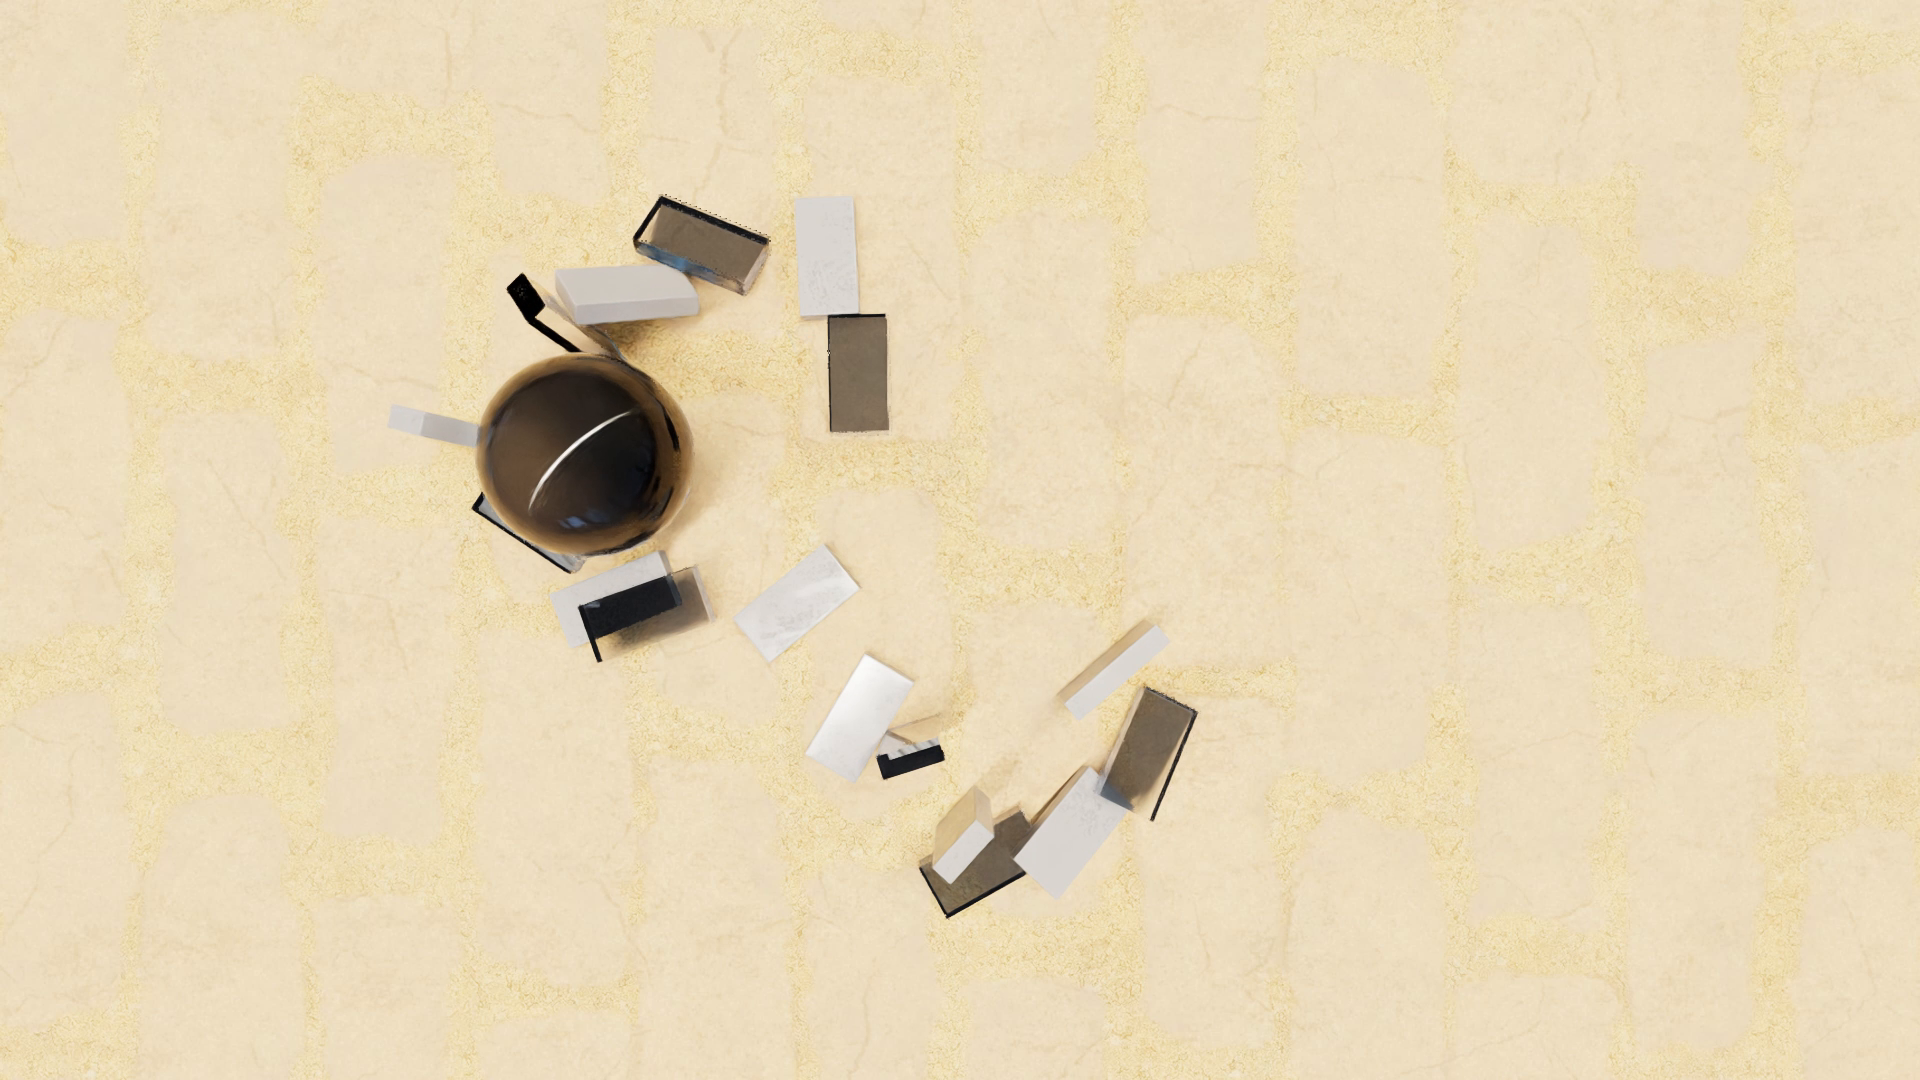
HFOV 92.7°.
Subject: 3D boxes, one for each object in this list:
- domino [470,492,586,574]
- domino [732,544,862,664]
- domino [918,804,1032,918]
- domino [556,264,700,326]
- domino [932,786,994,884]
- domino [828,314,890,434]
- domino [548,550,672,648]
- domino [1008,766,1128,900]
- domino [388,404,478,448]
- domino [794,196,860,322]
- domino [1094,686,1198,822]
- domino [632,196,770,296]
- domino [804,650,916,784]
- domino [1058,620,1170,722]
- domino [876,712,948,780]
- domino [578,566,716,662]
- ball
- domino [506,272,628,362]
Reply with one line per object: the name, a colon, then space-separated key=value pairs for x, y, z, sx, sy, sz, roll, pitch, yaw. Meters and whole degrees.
domino: x=-0.181 y=-0.010 z=0.395 sx=0.050 sy=0.010 sz=0.025 roll=34 pitch=90 yaw=0
domino: x=-0.070 y=0.027 z=0.395 sx=0.050 sy=0.009 sz=0.025 roll=-39 pitch=90 yaw=0
domino: x=0.010 y=0.138 z=0.395 sx=0.050 sy=0.009 sz=0.025 roll=-29 pitch=90 yaw=0
domino: x=-0.136 y=-0.102 z=0.377 sx=0.050 sy=0.010 sz=0.025 roll=-15 pitch=54 yaw=-34
domino: x=0.001 y=0.119 z=0.375 sx=0.009 sy=0.050 sz=0.025 roll=42 pitch=90 yaw=0
domino: x=-0.044 y=-0.071 z=0.395 sx=0.025 sy=0.010 sz=0.050 roll=-1 pitch=90 yaw=0
domino: x=-0.147 y=0.025 z=0.395 sx=0.050 sy=0.010 sz=0.025 roll=-22 pitch=90 yaw=0
domino: x=0.047 y=0.123 z=0.389 sx=0.025 sy=0.009 sz=0.050 roll=44 pitch=75 yaw=-1
domino: x=-0.199 y=-0.043 z=0.372 sx=0.025 sy=0.050 sz=0.009 roll=13 pitch=90 yaw=33
domino: x=-0.057 y=-0.121 z=0.395 sx=0.025 sy=0.010 sz=0.050 roll=-3 pitch=90 yaw=0
domino: x=0.079 y=0.091 z=0.390 sx=0.025 sy=0.009 sz=0.050 roll=27 pitch=77 yaw=0
domino: x=-0.110 y=-0.125 z=0.391 sx=0.050 sy=0.009 sz=0.025 roll=22 pitch=67 yaw=0
domino: x=-0.043 y=0.076 z=0.395 sx=0.025 sy=0.010 sz=0.050 roll=31 pitch=90 yaw=0
domino: x=0.065 y=0.054 z=0.388 sx=0.050 sy=0.025 sz=0.009 roll=-41 pitch=90 yaw=0
domino: x=-0.019 y=0.084 z=0.375 sx=0.025 sy=0.050 sz=0.010 roll=-17 pitch=90 yaw=0
domino: x=-0.131 y=0.031 z=0.386 sx=0.050 sy=0.010 sz=0.025 roll=-19 pitch=90 yaw=0
ball: x=-0.146 y=-0.033 z=0.360 sx=0.080 sy=0.080 sz=0.080 roll=0 pitch=90 yaw=0
domino: x=-0.157 y=-0.085 z=0.372 sx=0.009 sy=0.050 sz=0.025 roll=-43 pitch=61 yaw=2
